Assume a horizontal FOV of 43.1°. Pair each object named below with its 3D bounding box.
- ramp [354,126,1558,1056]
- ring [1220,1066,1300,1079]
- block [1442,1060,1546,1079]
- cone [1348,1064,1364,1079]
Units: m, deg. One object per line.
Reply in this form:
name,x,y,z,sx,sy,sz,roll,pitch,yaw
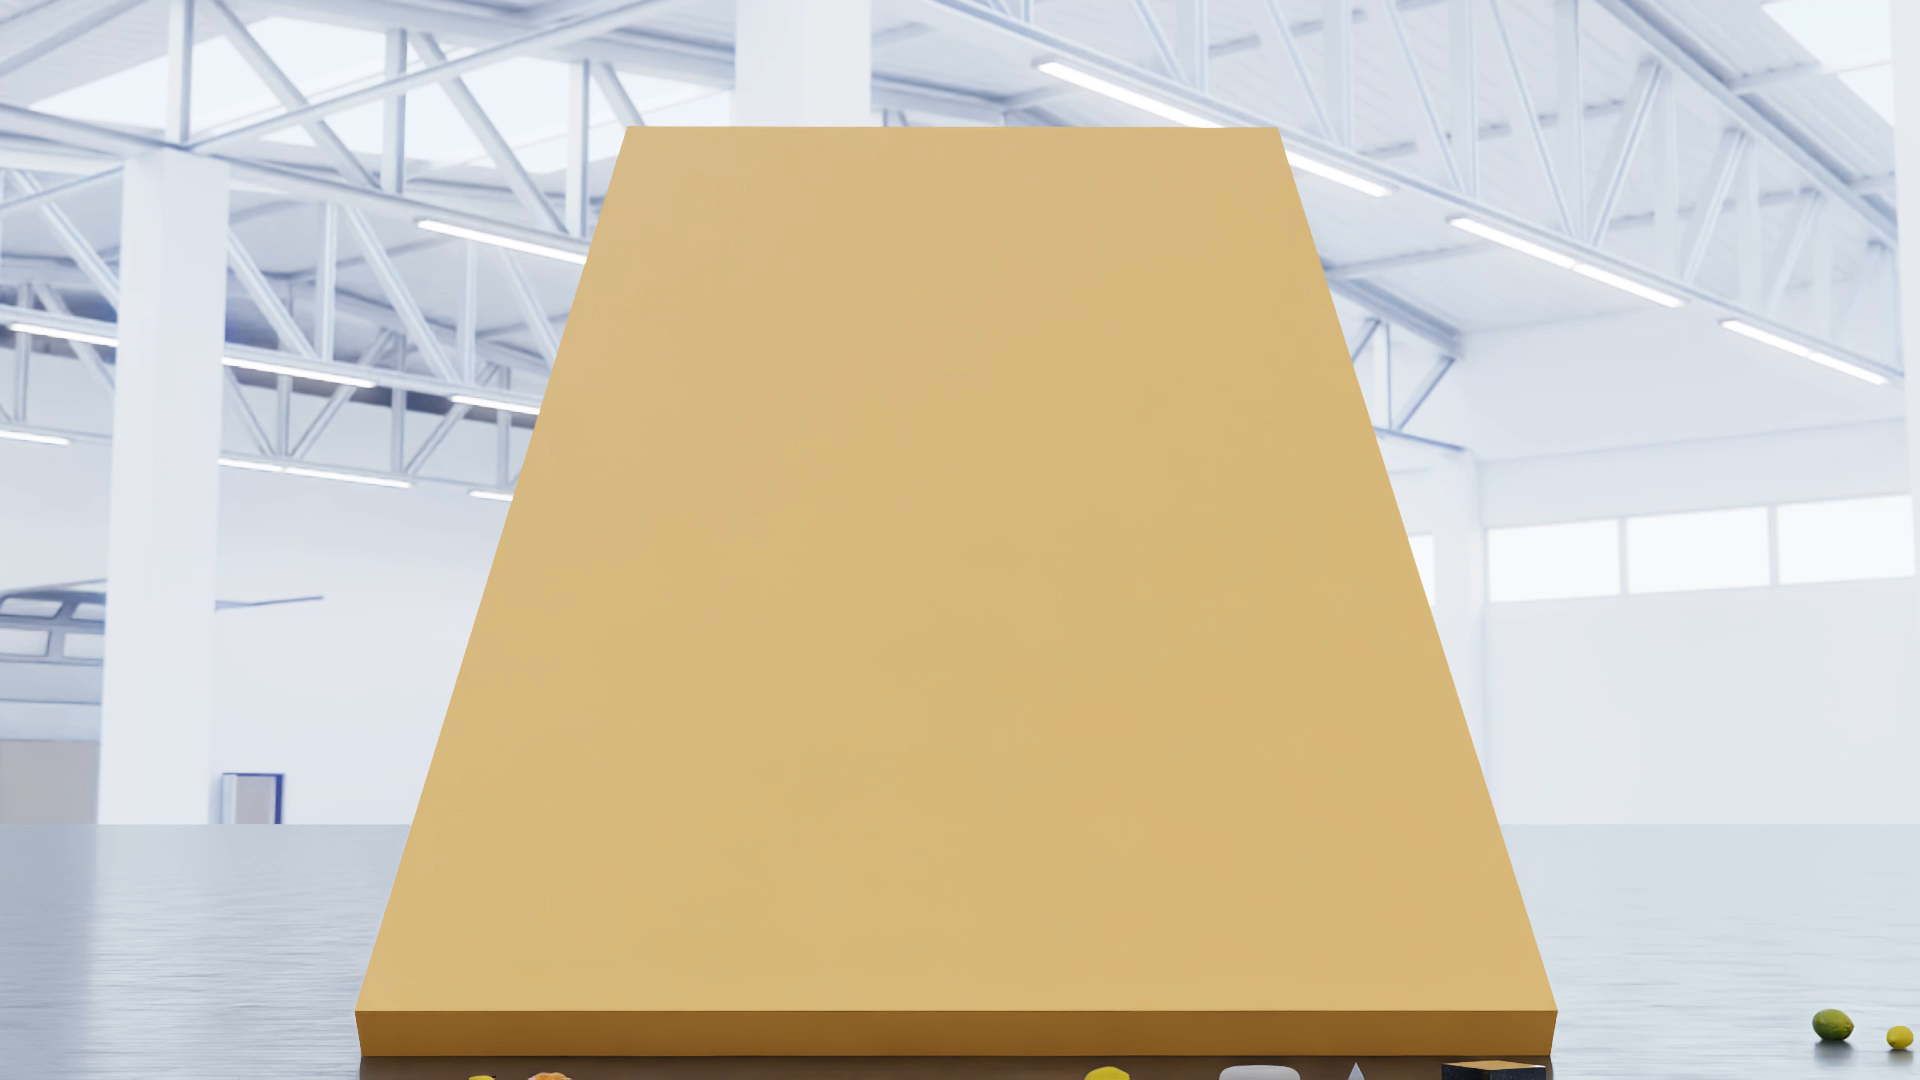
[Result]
ramp,-0.014,-0.202,5.778,2.000,0.100,4.000,0,31,0
ring,0.433,0.782,3.510,0.117,0.039,0.117,0,-8,0
block,0.667,0.702,3.034,0.090,0.090,0.090,4,-7,-29
cone,0.498,0.703,3.051,0.092,0.092,0.092,0,-7,0
